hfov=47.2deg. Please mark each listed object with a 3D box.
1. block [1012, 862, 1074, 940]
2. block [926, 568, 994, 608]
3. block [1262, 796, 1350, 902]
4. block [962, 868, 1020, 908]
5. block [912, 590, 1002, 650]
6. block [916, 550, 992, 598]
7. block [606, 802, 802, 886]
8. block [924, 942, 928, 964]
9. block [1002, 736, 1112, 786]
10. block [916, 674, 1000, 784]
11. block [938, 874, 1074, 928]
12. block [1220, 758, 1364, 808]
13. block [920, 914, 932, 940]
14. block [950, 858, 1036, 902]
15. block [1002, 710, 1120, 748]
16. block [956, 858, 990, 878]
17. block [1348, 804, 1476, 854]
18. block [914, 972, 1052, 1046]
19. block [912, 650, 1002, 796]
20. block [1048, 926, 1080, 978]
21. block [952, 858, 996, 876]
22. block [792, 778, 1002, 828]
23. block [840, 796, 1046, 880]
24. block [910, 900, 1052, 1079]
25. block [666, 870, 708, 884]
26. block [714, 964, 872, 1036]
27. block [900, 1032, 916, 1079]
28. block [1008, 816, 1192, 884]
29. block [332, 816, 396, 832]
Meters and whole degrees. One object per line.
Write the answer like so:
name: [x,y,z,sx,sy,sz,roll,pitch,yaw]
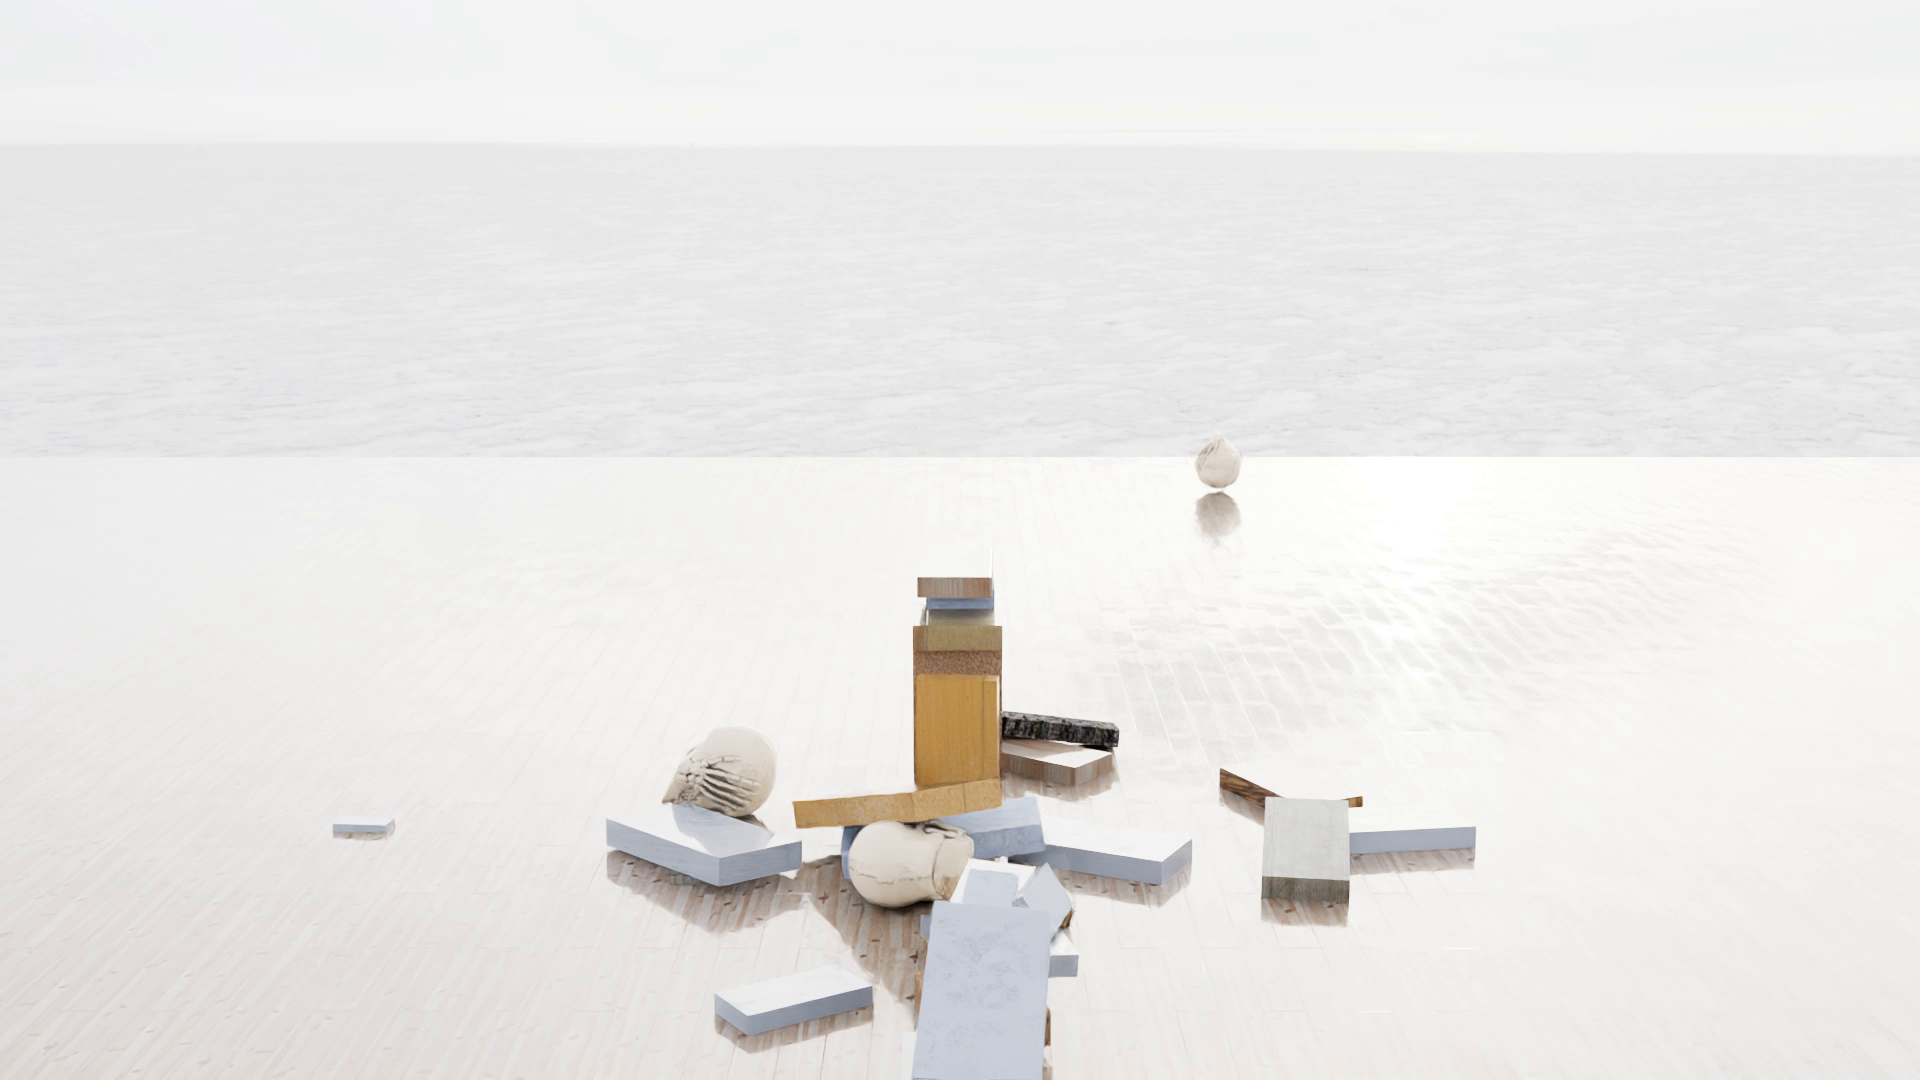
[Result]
block: [0.118,0.518,3.135,0.021,0.072,0.145,-33,1,19]
block: [0.001,0.087,4.238,0.128,0.036,0.256,0,10,0]
block: [0.592,0.527,3.765,0.144,0.041,0.289,2,20,9]
block: [0.038,0.517,3.093,0.072,0.021,0.145,6,29,7]
block: [-0.005,0.148,4.136,0.163,0.046,0.326,0,10,0]
block: [-0.007,0.062,4.165,0.138,0.039,0.275,0,10,1]
block: [-0.448,0.526,3.822,0.172,0.049,0.344,-6,10,-41]
block: [0.033,0.615,3.242,0.119,0.034,0.238,1,-7,-15]
block: [0.161,0.436,4.397,0.257,0.036,0.128,8,13,37]
block: [-0.003,0.388,3.965,0.144,0.289,0.041,1,11,6]
block: [0.073,0.572,3.482,0.205,0.029,0.103,20,-6,-42]
block: [0.626,0.476,4.175,0.138,0.039,0.275,-5,12,-26]
block: [0.022,0.592,3.345,0.119,0.034,0.238,1,-7,-13]
block: [0.047,0.519,3.202,0.103,0.029,0.205,6,12,8]
block: [0.194,0.387,4.526,0.256,0.036,0.128,7,2,-2]
block: [0.021,0.561,3.719,0.049,0.014,0.098,-7,20,8]
block: [0.749,0.519,3.946,0.318,0.039,0.138,-2,11,-9]
block: [0.027,0.647,3.049,0.162,0.046,0.324,0,-1,-4]
block: [-0.004,0.352,4.057,0.163,0.326,0.046,0,12,0]
block: [0.080,0.564,3.154,0.119,0.034,0.238,1,13,-14]
block: [0.024,0.559,3.797,0.049,0.014,0.098,3,11,17]
block: [-0.114,0.455,3.790,0.172,0.049,0.402,-5,-5,-34]
block: [-0.030,0.513,3.808,0.344,0.049,0.172,-8,9,1]
block: [0.032,0.604,2.870,0.162,0.046,0.324,4,33,3]
block: [-0.444,0.570,3.737,0.099,0.014,0.049,1,11,5]
block: [-0.241,0.665,3.187,0.205,0.029,0.103,-7,13,-33]
block: [0.004,0.721,2.838,0.162,0.046,0.324,0,11,-1]
block: [0.244,0.538,3.834,0.289,0.041,0.144,5,12,26]
block: [-1.088,0.519,4.014,0.099,0.014,0.050,1,11,6]
